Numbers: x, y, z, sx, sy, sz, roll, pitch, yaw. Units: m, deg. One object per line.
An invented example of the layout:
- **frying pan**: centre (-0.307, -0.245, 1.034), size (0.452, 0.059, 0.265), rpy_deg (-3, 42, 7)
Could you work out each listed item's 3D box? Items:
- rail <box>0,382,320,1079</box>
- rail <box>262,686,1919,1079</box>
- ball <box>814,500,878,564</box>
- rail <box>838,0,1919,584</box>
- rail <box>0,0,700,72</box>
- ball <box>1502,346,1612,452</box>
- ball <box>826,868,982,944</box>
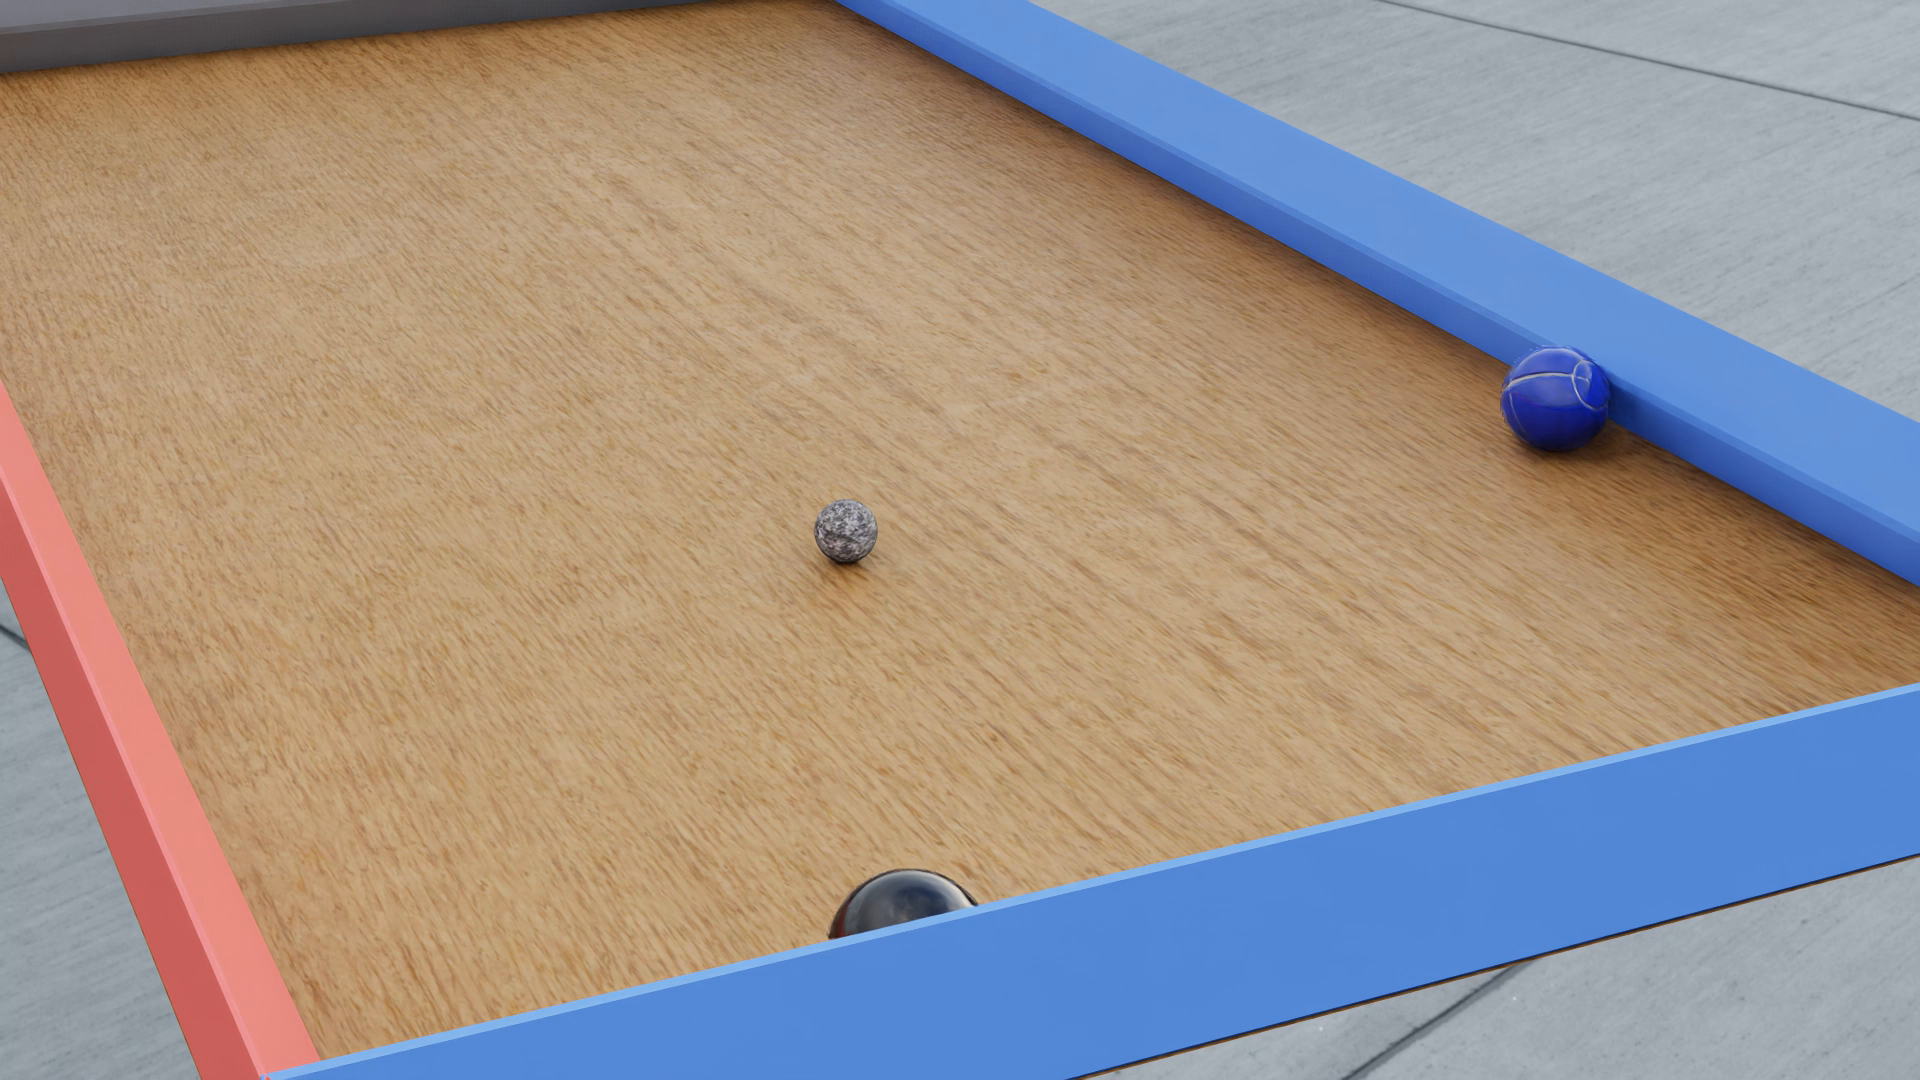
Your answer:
- **rail**: centre (-0.850, -0.148, 2.512), size (0.045, 0.124, 2.556), rpy_deg (-10, 25, -23)
- **rail**: centre (0.258, 0.197, 1.714), size (1.330, 0.124, 0.045), rpy_deg (-10, 25, -23)
- **ball**: centre (-0.088, -0.007, 2.282), size (0.050, 0.050, 0.050), rpy_deg (0, 23, 0)
- **rail**: centre (0.314, -0.362, 3.006), size (0.045, 0.124, 2.556), rpy_deg (-10, 25, -23)
- **rail**: centre (-0.794, -0.707, 3.804), size (1.330, 0.124, 0.045), rpy_deg (-10, 25, -23)
- **ball**: centre (0.505, -0.119, 2.490), size (0.091, 0.091, 0.091), rpy_deg (0, 23, 0)
- **ball**: centre (-0.028, 0.234, 1.668), size (0.095, 0.095, 0.095), rpy_deg (0, 23, 0)
